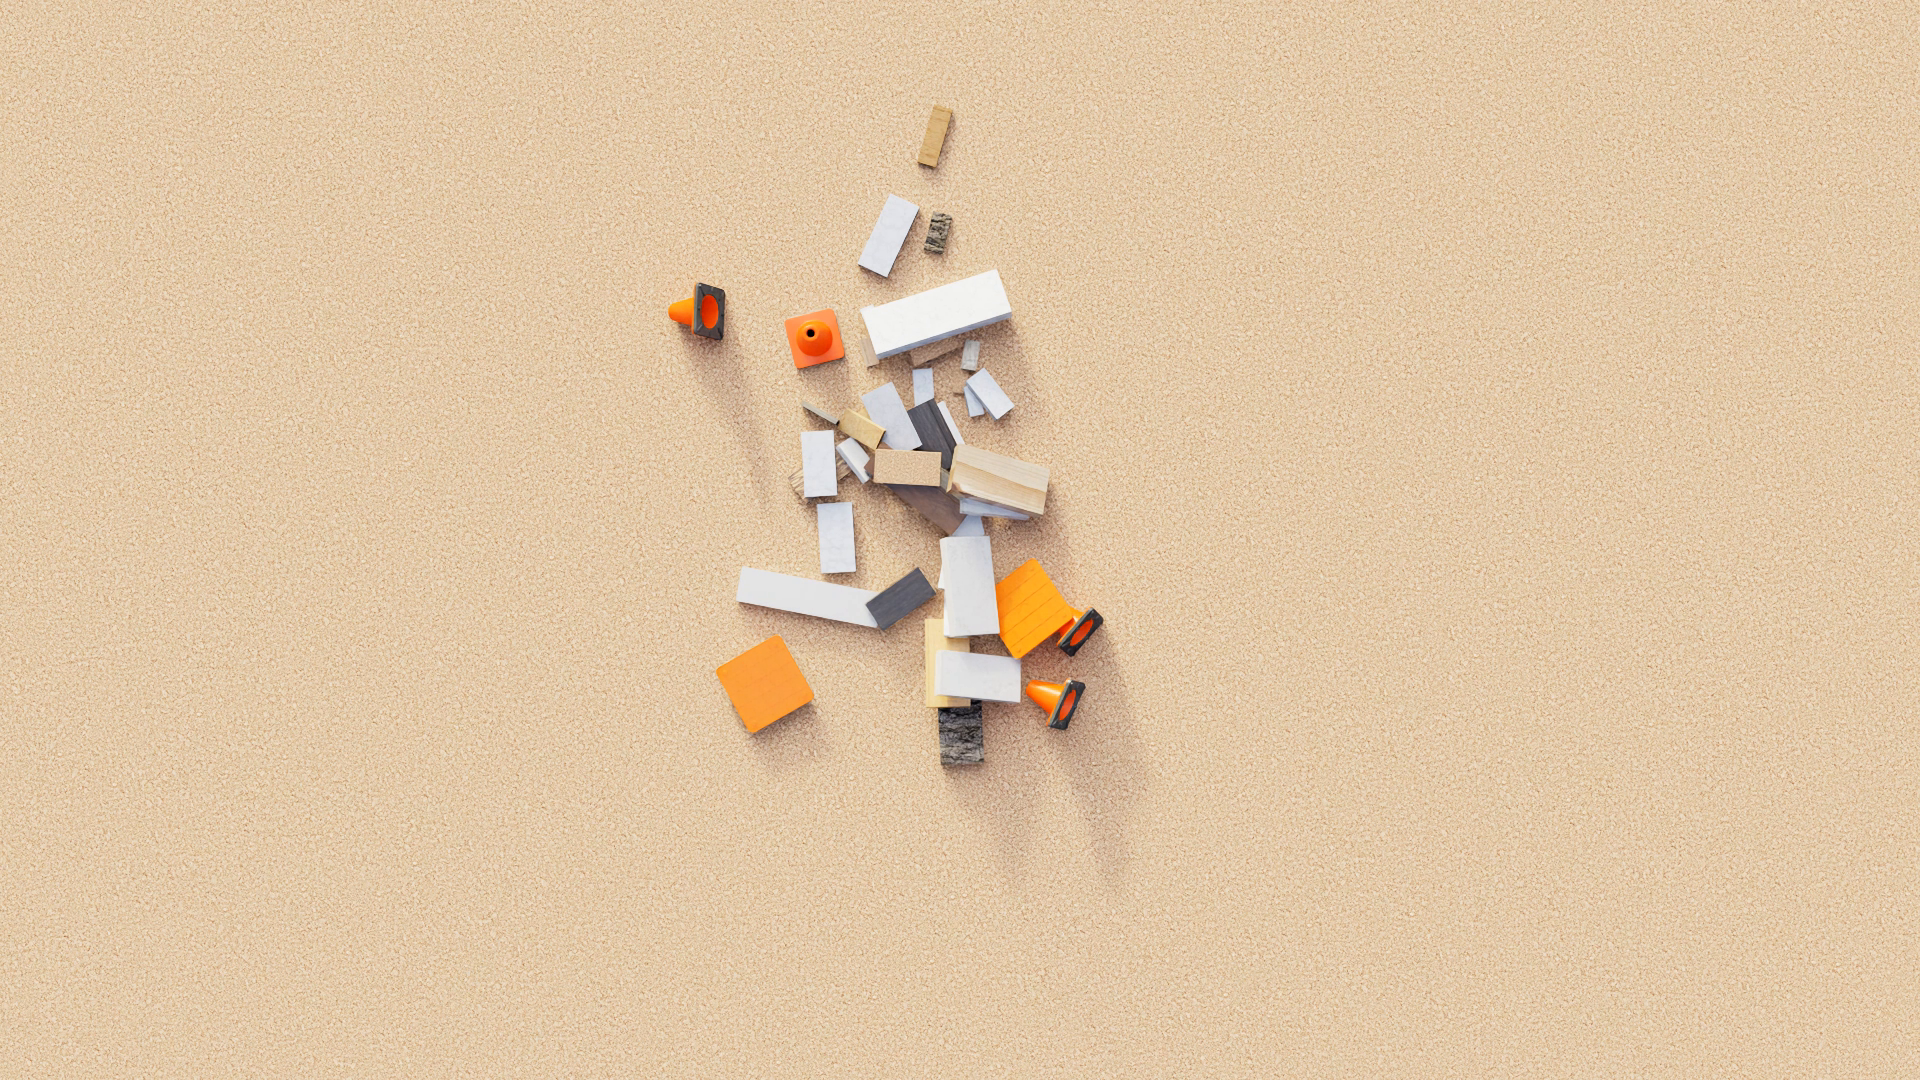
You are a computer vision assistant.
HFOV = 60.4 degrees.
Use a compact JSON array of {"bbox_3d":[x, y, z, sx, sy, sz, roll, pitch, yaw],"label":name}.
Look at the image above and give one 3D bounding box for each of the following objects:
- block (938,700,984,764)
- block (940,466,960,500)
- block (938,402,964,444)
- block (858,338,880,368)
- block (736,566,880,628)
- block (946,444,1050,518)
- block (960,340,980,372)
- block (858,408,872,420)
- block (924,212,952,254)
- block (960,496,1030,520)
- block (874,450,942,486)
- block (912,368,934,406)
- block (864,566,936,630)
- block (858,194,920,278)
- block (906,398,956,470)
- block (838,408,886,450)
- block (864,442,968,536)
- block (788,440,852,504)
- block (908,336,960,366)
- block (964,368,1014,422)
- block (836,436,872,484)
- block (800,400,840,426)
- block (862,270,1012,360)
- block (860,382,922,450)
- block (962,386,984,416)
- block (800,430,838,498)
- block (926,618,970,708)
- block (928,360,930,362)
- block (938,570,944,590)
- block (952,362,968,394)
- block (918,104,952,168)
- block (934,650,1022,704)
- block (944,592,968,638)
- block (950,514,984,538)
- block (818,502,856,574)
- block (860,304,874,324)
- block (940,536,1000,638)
[{"bbox_3d":[0.001,0.596,5.479,0.145,0.041,0.291,-3,90,0],"label":"block"},{"bbox_3d":[-0.073,-0.203,5.453,0.233,0.021,0.075,31,97,0],"label":"block"},{"bbox_3d":[-0.028,-0.379,5.459,0.023,0.081,0.163,-27,90,0],"label":"block"},{"bbox_3d":[-0.303,-0.626,5.493,0.047,0.013,0.094,-16,90,0],"label":"block"},{"bbox_3d":[-0.499,0.189,5.484,0.476,0.033,0.115,11,90,0],"label":"block"},{"bbox_3d":[0.127,-0.194,5.411,0.323,0.046,0.162,15,72,-15],"label":"block"},{"bbox_3d":[0.035,-0.613,5.483,0.050,0.014,0.101,10,79,0],"label":"block"},{"bbox_3d":[-0.326,-0.403,5.493,0.094,0.013,0.047,-36,90,0],"label":"block"},{"bbox_3d":[-0.073,-1.023,5.491,0.064,0.018,0.129,14,90,0],"label":"block"},{"bbox_3d":[0.114,-0.136,5.435,0.230,0.033,0.115,6,74,-18],"label":"block"},{"bbox_3d":[-0.171,-0.237,5.398,0.215,0.030,0.108,3,96,3],"label":"block"},{"bbox_3d":[-0.118,-0.464,5.491,0.066,0.019,0.208,-4,90,0],"label":"block"},{"bbox_3d":[-0.198,0.195,5.463,0.215,0.030,0.108,-35,98,-8],"label":"block"},{"bbox_3d":[-0.237,-1.011,5.485,0.107,0.030,0.257,25,90,0],"label":"block"},{"bbox_3d":[-0.089,-0.342,5.467,0.115,0.033,0.230,-26,97,3],"label":"block"},{"bbox_3d":[-0.326,-0.368,5.463,0.149,0.021,0.075,30,112,10],"label":"block"},{"bbox_3d":[-0.140,-0.169,5.434,0.367,0.030,0.108,38,97,-1],"label":"block"},{"bbox_3d":[-0.455,-0.226,5.485,0.214,0.030,0.107,-36,90,0],"label":"block"},{"bbox_3d":[-0.092,-0.645,5.469,0.163,0.023,0.081,-23,93,-2],"label":"block"},{"bbox_3d":[0.098,-0.483,5.474,0.081,0.023,0.163,-39,90,-22],"label":"block"},{"bbox_3d":[-0.339,-0.266,5.465,0.149,0.021,0.075,52,47,-1],"label":"block"},{"bbox_3d":[-0.463,-0.421,5.467,0.131,0.066,0.019,29,90,0],"label":"block"},{"bbox_3d":[-0.075,-0.746,5.447,0.467,0.046,0.162,-18,73,-2],"label":"block"},{"bbox_3d":[-0.227,-0.394,5.447,0.115,0.033,0.230,-23,96,30],"label":"block"},{"bbox_3d":[0.045,-0.463,5.483,0.050,0.014,0.101,-13,92,-20],"label":"block"},{"bbox_3d":[-0.465,-0.252,5.454,0.107,0.030,0.214,-3,90,0],"label":"block"},{"bbox_3d":[-0.040,0.407,5.448,0.145,0.041,0.291,-1,77,0],"label":"block"},{"bbox_3d":[-0.108,-0.663,5.491,0.066,0.019,0.131,23,90,0],"label":"block"},{"bbox_3d":[-0.020,0.092,5.458,0.079,0.022,0.158,10,74,3],"label":"block"},{"bbox_3d":[0.003,-0.540,5.493,0.050,0.014,0.101,3,90,0],"label":"block"},{"bbox_3d":[-0.083,-1.344,5.491,0.064,0.018,0.200,16,90,0],"label":"block"},{"bbox_3d":[0.060,0.449,5.406,0.291,0.041,0.145,8,75,-24],"label":"block"},{"bbox_3d":[-0.013,0.246,5.454,0.079,0.022,0.157,0,63,1],"label":"block"},{"bbox_3d":[-0.001,-0.116,5.484,0.115,0.033,0.230,-14,90,0],"label":"block"},{"bbox_3d":[-0.409,-0.008,5.484,0.115,0.033,0.230,-3,90,0],"label":"block"},{"bbox_3d":[-0.295,-0.732,5.493,0.047,0.013,0.094,-21,90,0],"label":"block"},{"bbox_3d":[0.032,0.152,5.415,0.162,0.046,0.323,-2,81,-28],"label":"block"}]
